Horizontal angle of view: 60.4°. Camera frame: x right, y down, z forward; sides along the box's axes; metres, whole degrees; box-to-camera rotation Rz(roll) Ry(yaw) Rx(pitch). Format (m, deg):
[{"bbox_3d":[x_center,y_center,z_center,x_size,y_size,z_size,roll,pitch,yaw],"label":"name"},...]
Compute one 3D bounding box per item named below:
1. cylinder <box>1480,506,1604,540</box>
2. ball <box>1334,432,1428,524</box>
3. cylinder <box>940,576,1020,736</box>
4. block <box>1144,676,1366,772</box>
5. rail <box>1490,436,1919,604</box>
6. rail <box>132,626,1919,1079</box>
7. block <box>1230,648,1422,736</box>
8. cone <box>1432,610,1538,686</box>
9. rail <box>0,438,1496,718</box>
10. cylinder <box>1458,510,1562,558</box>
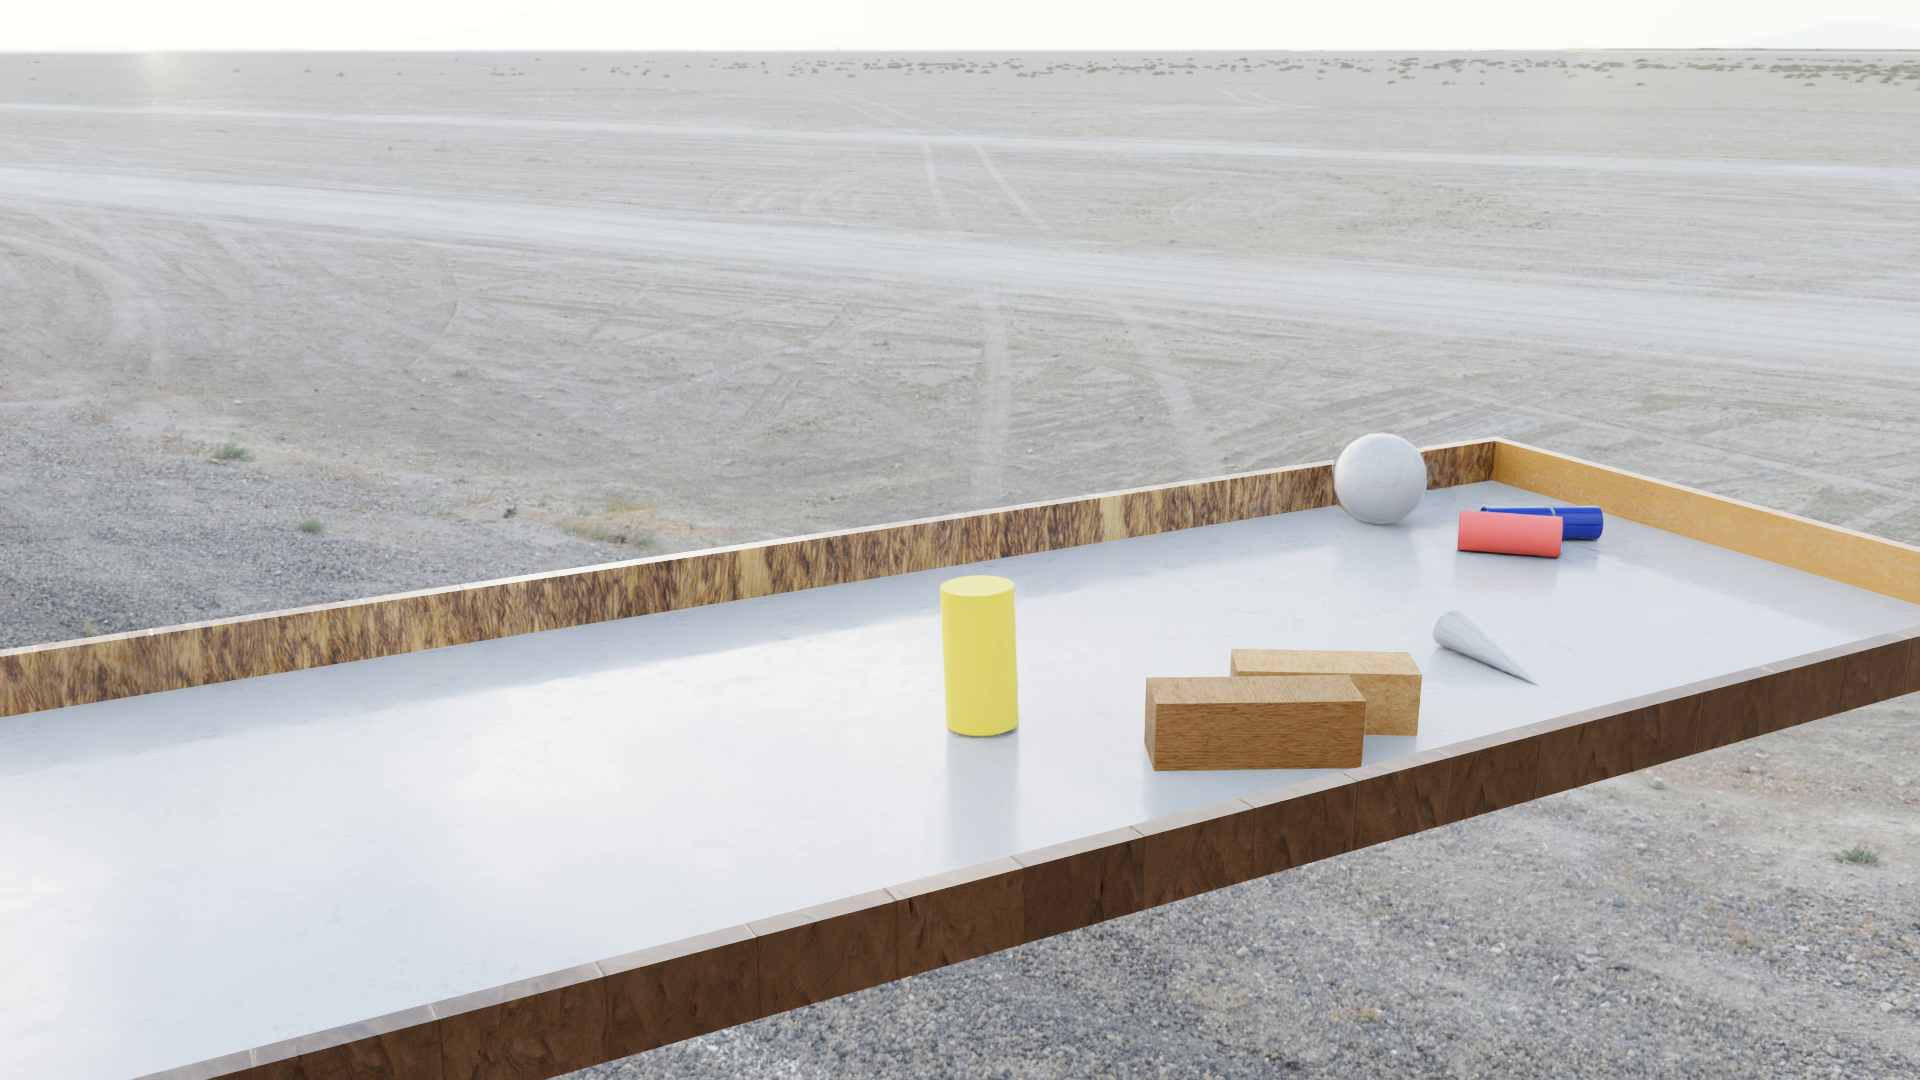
[{"bbox_3d":[1.883,-0.056,5.352,0.370,0.109,0.109,-1,16,-2],"label":"cylinder"},{"bbox_3d":[1.405,-0.206,5.516,0.305,0.305,0.305,0,16,0],"label":"ball"},{"bbox_3d":[0.047,0.267,3.835,0.171,0.335,0.171,-2,14,1],"label":"cylinder"},{"bbox_3d":[0.654,0.407,3.687,0.459,0.159,0.159,-1,16,-2],"label":"block"},{"bbox_3d":[2.466,-0.048,5.253,0.050,0.150,2.100,-9,18,-27],"label":"rail"},{"bbox_3d":[-2.336,1.006,1.665,12.000,0.150,0.050,-9,18,-27],"label":"rail"},{"bbox_3d":[0.852,0.356,3.876,0.419,0.151,0.151,1,16,3],"label":"block"},{"bbox_3d":[1.372,0.299,4.246,0.103,0.103,0.339,-8,27,-26],"label":"cone"},{"bbox_3d":[-3.305,0.497,3.399,12.000,0.150,0.050,-9,18,-27],"label":"rail"},{"bbox_3d":[1.731,-0.021,5.198,0.304,0.127,0.127,5,17,15],"label":"cylinder"}]
